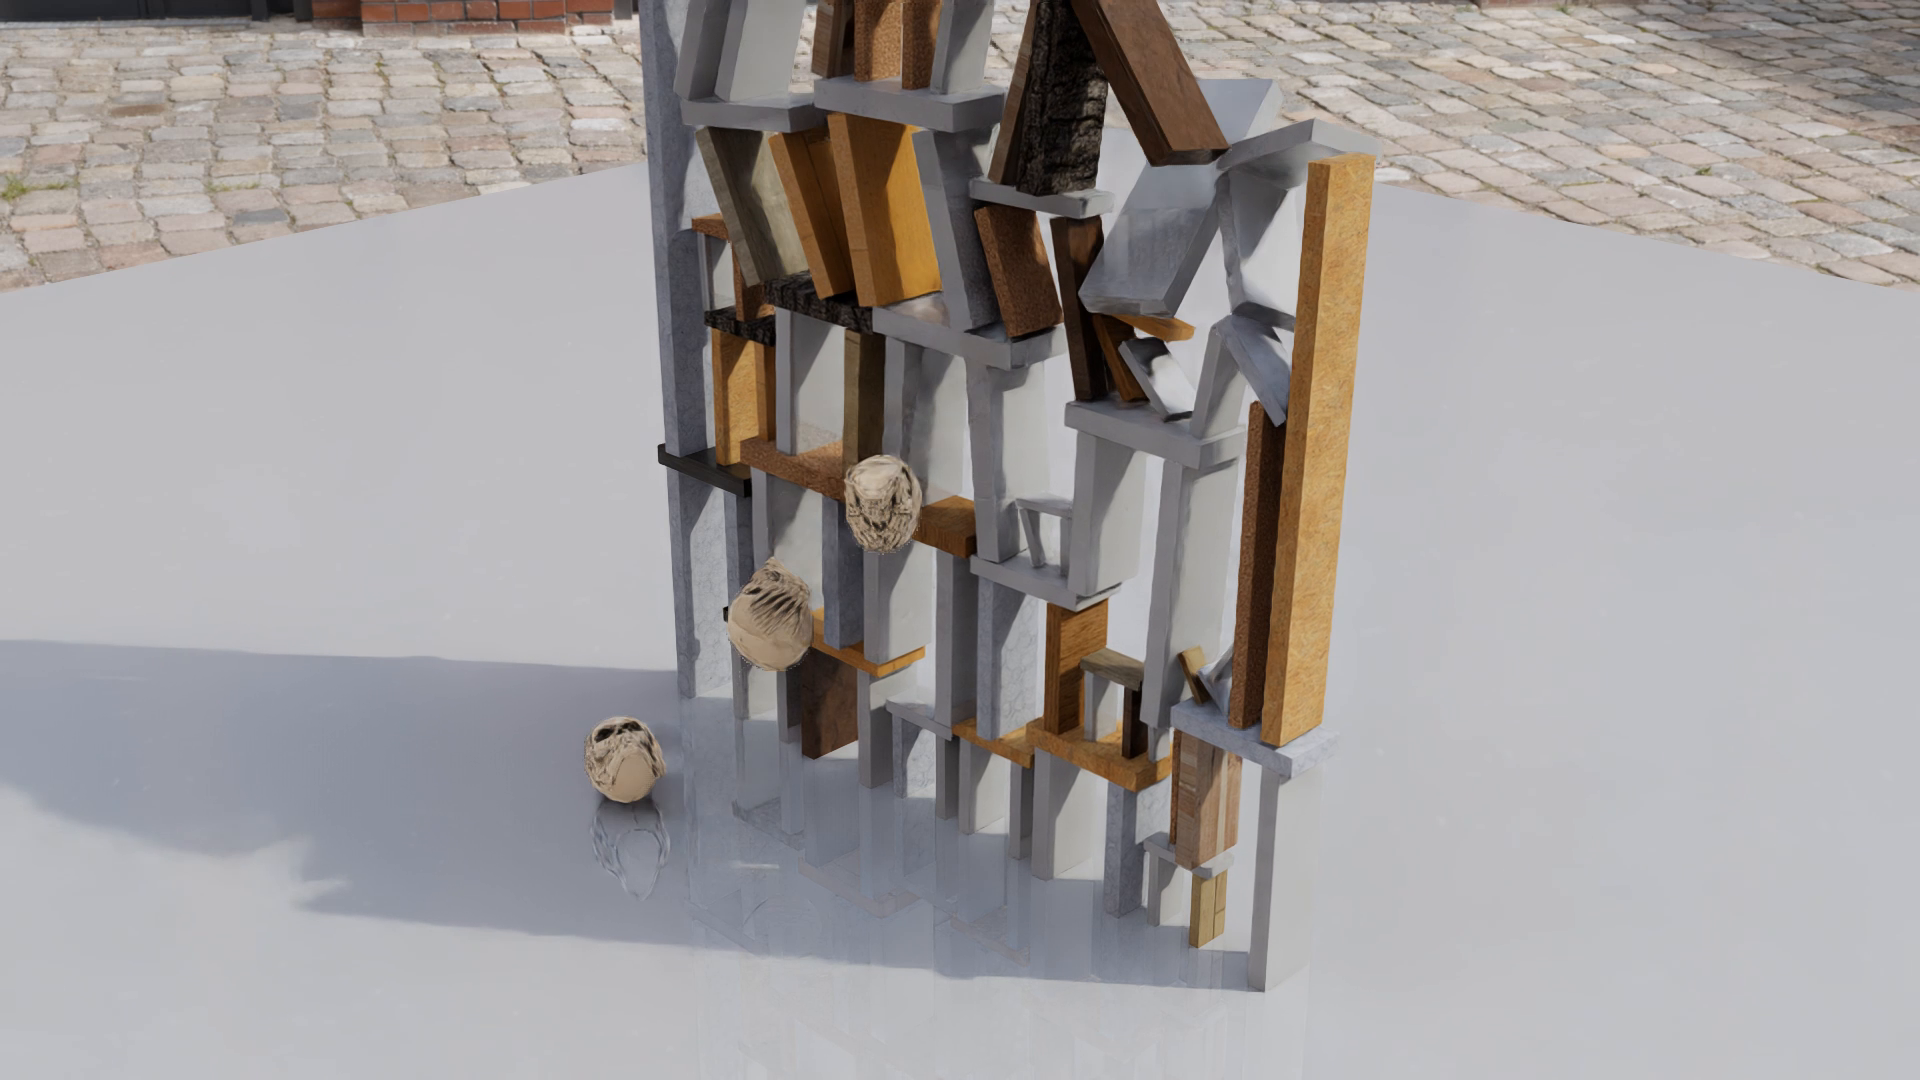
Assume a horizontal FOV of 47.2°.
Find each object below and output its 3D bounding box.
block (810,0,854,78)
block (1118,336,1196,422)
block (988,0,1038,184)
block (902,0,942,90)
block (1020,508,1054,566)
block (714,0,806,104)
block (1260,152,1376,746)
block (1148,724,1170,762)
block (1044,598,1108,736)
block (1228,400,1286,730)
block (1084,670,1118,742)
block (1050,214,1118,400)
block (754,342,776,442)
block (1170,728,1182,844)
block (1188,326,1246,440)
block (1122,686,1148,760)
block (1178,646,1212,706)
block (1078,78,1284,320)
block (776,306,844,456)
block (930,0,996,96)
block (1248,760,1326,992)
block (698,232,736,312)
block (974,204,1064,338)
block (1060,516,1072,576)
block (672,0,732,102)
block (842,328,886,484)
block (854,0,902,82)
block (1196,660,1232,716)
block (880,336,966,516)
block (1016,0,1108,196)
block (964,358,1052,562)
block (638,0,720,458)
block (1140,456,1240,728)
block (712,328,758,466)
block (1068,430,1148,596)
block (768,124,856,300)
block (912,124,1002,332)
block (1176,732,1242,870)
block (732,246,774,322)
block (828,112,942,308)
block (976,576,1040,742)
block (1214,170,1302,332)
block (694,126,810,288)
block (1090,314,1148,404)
[{"bbox_3d":[-0.187,-1.009,4.028,0.153,0.307,0.043,-21,41,-41],"label":"block"},{"bbox_3d":[0.350,-0.280,3.817,0.082,0.023,0.165,-12,61,-35],"label":"block"},{"bbox_3d":[0.131,-0.793,3.825,0.029,0.350,0.104,31,31,29],"label":"block"},{"bbox_3d":[-0.061,-0.903,3.928,0.026,0.184,0.092,23,31,40],"label":"block"},{"bbox_3d":[0.142,-0.013,4.085,0.016,0.112,0.056,-6,16,31],"label":"block"},{"bbox_3d":[-0.364,-1.017,4.189,0.153,0.365,0.043,-22,51,-41],"label":"block"},{"bbox_3d":[0.582,-0.134,3.596,0.039,0.979,0.137,17,25,37],"label":"block"},{"bbox_3d":[0.362,0.354,4.001,0.046,0.092,0.013,-18,22,-42],"label":"block"},{"bbox_3d":[0.216,0.222,4.099,0.130,0.260,0.037,-20,30,-41],"label":"block"},{"bbox_3d":[0.510,0.039,3.712,0.028,0.569,0.098,16,23,38],"label":"block"},{"bbox_3d":[0.261,0.298,4.073,0.020,0.139,0.070,20,29,41],"label":"block"},{"bbox_3d":[0.226,-0.416,3.881,0.033,0.319,0.117,-1,13,35],"label":"block"},{"bbox_3d":[-0.367,-0.314,4.495,0.029,0.207,0.103,20,30,41],"label":"block"},{"bbox_3d":[0.403,0.438,3.986,0.013,0.233,0.046,18,26,41],"label":"block"},{"bbox_3d":[0.443,-0.272,3.691,0.028,0.196,0.098,30,34,35],"label":"block"},{"bbox_3d":[0.328,0.324,4.013,0.070,0.140,0.020,-20,29,-41],"label":"block"},{"bbox_3d":[0.419,0.237,3.869,0.048,0.095,0.014,-20,-2,-39],"label":"block"},{"bbox_3d":[0.391,-0.607,3.867,0.174,0.049,0.512,9,60,36],"label":"block"},{"bbox_3d":[-0.297,-0.334,4.412,0.043,0.307,0.153,24,33,39],"label":"block"},{"bbox_3d":[0.008,-0.893,3.868,0.103,0.207,0.029,-21,42,-41],"label":"block"},{"bbox_3d":[0.572,0.573,3.849,0.133,0.438,0.038,-21,31,-41],"label":"block"},{"bbox_3d":[-0.496,-0.560,4.529,0.081,0.163,0.023,-21,28,-40],"label":"block"},{"bbox_3d":[0.107,-0.489,3.939,0.117,0.233,0.033,-20,7,-41],"label":"block"},{"bbox_3d":[0.205,0.004,4.042,0.016,0.112,0.056,12,25,30],"label":"block"},{"bbox_3d":[-0.451,-1.021,4.268,0.165,0.330,0.047,-22,52,-41],"label":"block"},{"bbox_3d":[-0.154,-0.277,4.279,0.153,0.307,0.043,-20,33,-40],"label":"block"},{"bbox_3d":[-0.149,-0.934,4.008,0.092,0.184,0.026,-20,31,-41],"label":"block"},{"bbox_3d":[0.456,0.260,3.840,0.048,0.014,0.095,-19,68,-38],"label":"block"},{"bbox_3d":[-0.067,-0.236,4.212,0.049,0.348,0.174,23,31,39],"label":"block"},{"bbox_3d":[0.186,-0.775,3.785,0.049,0.347,0.174,20,24,33],"label":"block"},{"bbox_3d":[0.093,-0.169,4.100,0.049,0.384,0.174,11,24,36],"label":"block"},{"bbox_3d":[-0.558,-0.729,4.519,0.047,1.137,0.165,21,31,41],"label":"block"},{"bbox_3d":[0.403,0.081,3.860,0.152,0.496,0.043,-17,30,-41],"label":"block"},{"bbox_3d":[-0.466,-0.311,4.606,0.103,0.298,0.029,-21,32,-41],"label":"block"},{"bbox_3d":[0.267,-0.064,3.954,0.043,0.304,0.152,21,28,38],"label":"block"},{"bbox_3d":[-0.246,-0.634,4.218,0.160,0.319,0.045,-22,6,-41],"label":"block"},{"bbox_3d":[0.025,-0.573,3.971,0.051,0.358,0.179,-1,16,41],"label":"block"},{"bbox_3d":[0.447,0.444,3.932,0.038,0.266,0.133,21,30,41],"label":"block"},{"bbox_3d":[-0.420,-0.531,4.458,0.023,0.163,0.081,19,29,42],"label":"block"},{"bbox_3d":[-0.136,-0.631,4.121,0.179,0.358,0.051,-21,17,-41],"label":"block"},{"bbox_3d":[0.092,0.211,4.224,0.037,0.336,0.130,21,30,40],"label":"block"},{"bbox_3d":[0.505,-0.482,3.672,0.137,0.039,0.274,14,55,-26],"label":"block"},{"bbox_3d":[-0.401,-0.674,4.363,0.160,0.320,0.045,-22,5,-41],"label":"block"},{"bbox_3d":[0.290,-0.322,3.864,0.023,0.165,0.082,-28,-12,38],"label":"block"}]
